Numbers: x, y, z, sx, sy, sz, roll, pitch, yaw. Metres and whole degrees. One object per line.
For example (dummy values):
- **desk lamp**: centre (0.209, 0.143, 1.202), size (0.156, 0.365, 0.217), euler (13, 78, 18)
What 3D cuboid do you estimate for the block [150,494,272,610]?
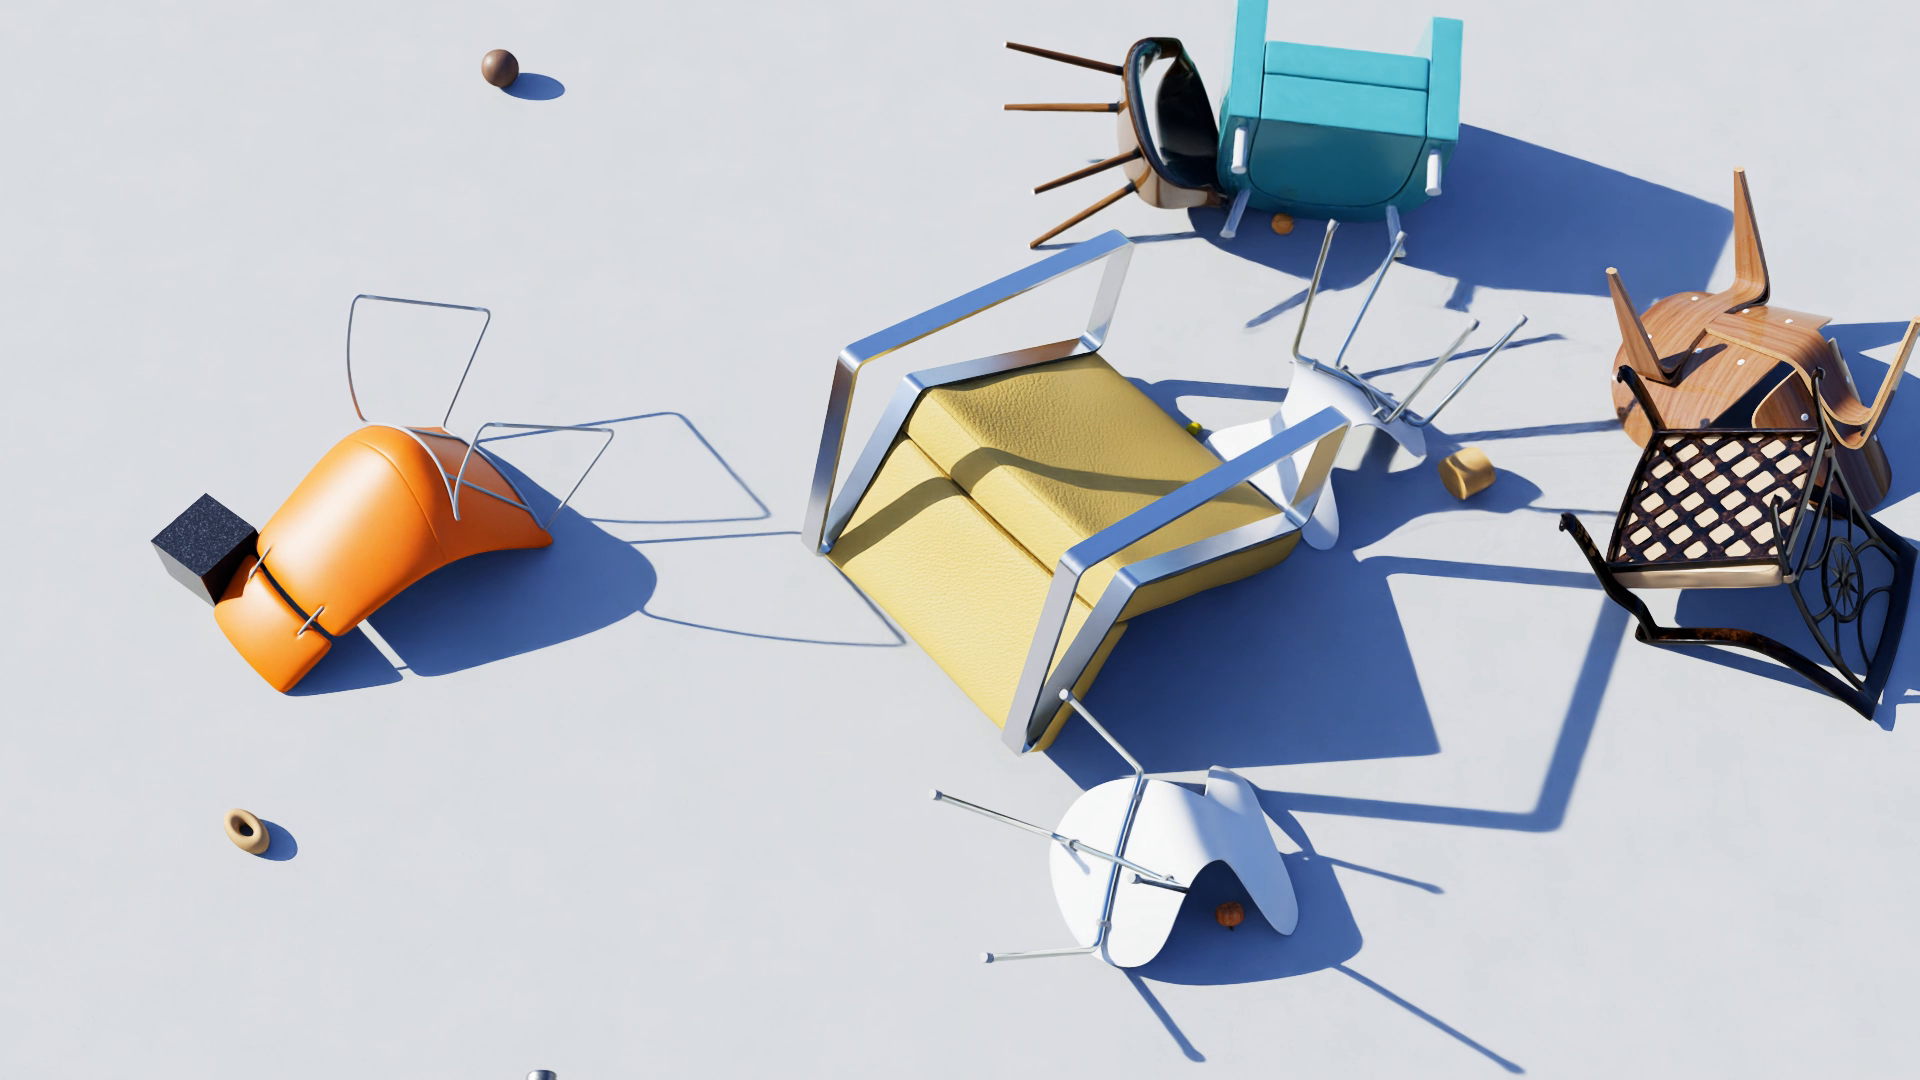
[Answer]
- **block**: centre (-2.191, 0.035, 6.442), size (0.212, 0.181, 0.213), euler (32, 62, 20)

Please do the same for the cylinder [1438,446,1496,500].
- **cylinder**: centre (1.530, -0.203, 6.639), size (0.109, 0.117, 0.136), euler (-25, 61, -16)

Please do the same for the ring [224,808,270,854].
- **ring**: centre (-1.948, 0.795, 6.005), size (0.161, 0.060, 0.091), euler (38, 62, 21)
